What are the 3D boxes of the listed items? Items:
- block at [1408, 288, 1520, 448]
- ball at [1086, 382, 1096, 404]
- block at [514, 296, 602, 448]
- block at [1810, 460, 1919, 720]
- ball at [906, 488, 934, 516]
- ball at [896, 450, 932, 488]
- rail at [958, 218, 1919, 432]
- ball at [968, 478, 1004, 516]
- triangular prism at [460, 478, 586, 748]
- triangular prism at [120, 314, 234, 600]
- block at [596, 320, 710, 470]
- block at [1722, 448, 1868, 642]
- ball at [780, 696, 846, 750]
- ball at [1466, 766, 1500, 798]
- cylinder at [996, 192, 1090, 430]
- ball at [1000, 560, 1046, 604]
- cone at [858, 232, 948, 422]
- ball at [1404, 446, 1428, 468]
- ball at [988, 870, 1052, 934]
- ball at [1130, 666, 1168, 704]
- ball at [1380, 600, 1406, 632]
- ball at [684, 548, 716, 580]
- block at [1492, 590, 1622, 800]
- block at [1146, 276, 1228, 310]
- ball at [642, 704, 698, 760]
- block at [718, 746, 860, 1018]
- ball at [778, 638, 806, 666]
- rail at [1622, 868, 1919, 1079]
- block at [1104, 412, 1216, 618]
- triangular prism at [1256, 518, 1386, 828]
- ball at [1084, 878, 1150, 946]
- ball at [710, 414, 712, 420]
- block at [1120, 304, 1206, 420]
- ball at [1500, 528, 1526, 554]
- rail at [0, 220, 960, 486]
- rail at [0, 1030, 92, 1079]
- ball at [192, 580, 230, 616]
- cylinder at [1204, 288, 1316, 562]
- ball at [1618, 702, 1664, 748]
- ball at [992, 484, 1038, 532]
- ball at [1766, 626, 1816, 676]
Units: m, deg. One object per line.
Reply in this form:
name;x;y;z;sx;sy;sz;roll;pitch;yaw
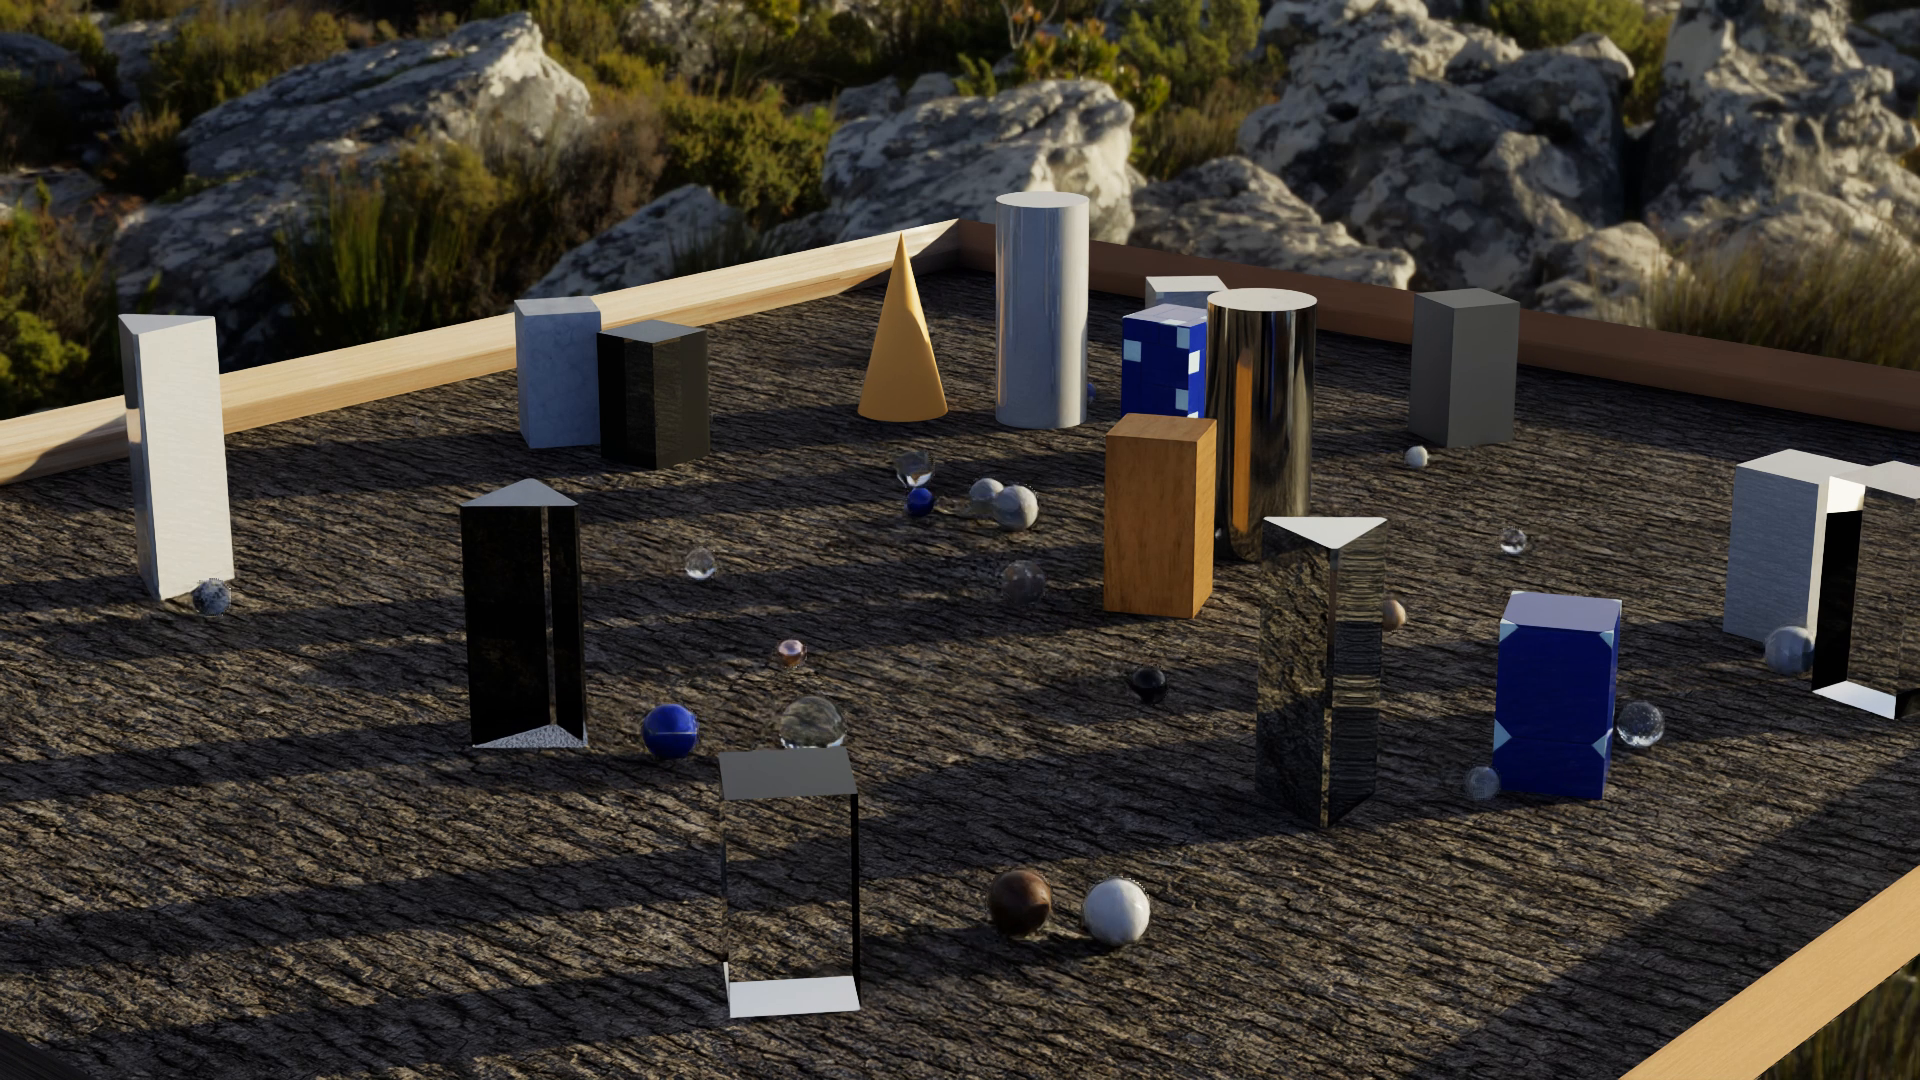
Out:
block;1.054;-0.362;6.139;0.158;0.296;0.158;-7;18;-21
ball;0.273;-0.322;6.430;0.052;0.052;0.052;0;17;0
block;-0.837;-0.352;6.132;0.158;0.282;0.158;-5;17;-15
block;1.461;0.076;4.585;0.158;0.355;0.158;-12;20;-34
ball;-0.076;-0.073;5.597;0.055;0.055;0.055;0;17;0
ball;-0.090;-0.140;5.792;0.073;0.073;0.073;0;17;0
rail;1.411;-0.437;6.676;3.791;0.128;0.045;14;22;39
ball;0.053;-0.082;5.597;0.073;0.073;0.073;0;17;0
triangular prism;-0.650;0.109;4.435;0.171;0.379;0.148;0;17;-1
triangular prism;-1.405;-0.154;5.140;0.148;0.474;0.171;12;21;35
block;-0.625;-0.298;5.986;0.158;0.263;0.158;13;21;37
block;1.397;0.017;4.895;0.158;0.290;0.158;-14;22;-40
ball;-0.219;0.281;4.350;0.099;0.099;0.099;0;17;0
ball;0.751;0.348;4.214;0.048;0.048;0.048;0;17;0
cylinder;0.174;-0.492;6.259;0.197;0.476;0.197;0;17;0
ball;0.109;0.073;5.078;0.077;0.077;0.077;0;17;0
cone;-0.125;-0.473;6.330;0.197;0.400;0.197;0;17;0
ball;0.923;-0.168;5.929;0.046;0.046;0.046;0;17;0
ball;0.077;0.465;3.765;0.083;0.083;0.083;0;17;0
ball;0.296;0.228;4.594;0.059;0.059;0.059;0;17;0
ball;0.723;0.127;4.938;0.054;0.054;0.054;0;17;0
ball;-0.461;0.043;5.212;0.057;0.057;0.057;0;17;0
block;0.869;0.224;4.271;0.158;0.253;0.158;5;17;16
block;0.492;-0.425;6.390;0.158;0.272;0.158;-1;17;-4
ball;-0.432;0.285;4.363;0.084;0.084;0.084;0;17;0
block;-0.209;0.416;3.583;0.158;0.282;0.158;-2;17;-7
ball;-0.274;0.183;4.765;0.045;0.045;0.045;0;17;0
rail;1.413;0.386;3.945;0.045;0.128;4.352;14;22;39
block;0.345;-0.043;5.055;0.158;0.313;0.158;5;17;16
triangular prism;0.492;0.176;4.156;0.148;0.411;0.171;10;19;30
ball;0.200;0.474;3.732;0.085;0.085;0.085;0;17;0
ball;-0.554;-0.262;6.233;0.051;0.051;0.051;0;17;0
block;0.435;-0.303;5.923;0.158;0.309;0.158;12;20;34
ball;1.012;0.002;5.363;0.047;0.047;0.047;0;17;0
rail;-1.413;-0.322;6.295;0.045;0.128;4.352;14;22;39
rail;-1.411;0.501;3.564;3.791;0.128;0.045;14;22;39
ball;-1.281;0.100;5.015;0.061;0.061;0.061;0;17;0
cylinder;0.543;-0.210;5.342;0.197;0.466;0.197;0;17;0
ball;1.024;0.278;4.412;0.069;0.069;0.069;0;17;0
ball;0.103;-0.060;5.500;0.087;0.087;0.087;0;17;0
ball;1.338;0.178;4.720;0.081;0.081;0.081;0;17;0
